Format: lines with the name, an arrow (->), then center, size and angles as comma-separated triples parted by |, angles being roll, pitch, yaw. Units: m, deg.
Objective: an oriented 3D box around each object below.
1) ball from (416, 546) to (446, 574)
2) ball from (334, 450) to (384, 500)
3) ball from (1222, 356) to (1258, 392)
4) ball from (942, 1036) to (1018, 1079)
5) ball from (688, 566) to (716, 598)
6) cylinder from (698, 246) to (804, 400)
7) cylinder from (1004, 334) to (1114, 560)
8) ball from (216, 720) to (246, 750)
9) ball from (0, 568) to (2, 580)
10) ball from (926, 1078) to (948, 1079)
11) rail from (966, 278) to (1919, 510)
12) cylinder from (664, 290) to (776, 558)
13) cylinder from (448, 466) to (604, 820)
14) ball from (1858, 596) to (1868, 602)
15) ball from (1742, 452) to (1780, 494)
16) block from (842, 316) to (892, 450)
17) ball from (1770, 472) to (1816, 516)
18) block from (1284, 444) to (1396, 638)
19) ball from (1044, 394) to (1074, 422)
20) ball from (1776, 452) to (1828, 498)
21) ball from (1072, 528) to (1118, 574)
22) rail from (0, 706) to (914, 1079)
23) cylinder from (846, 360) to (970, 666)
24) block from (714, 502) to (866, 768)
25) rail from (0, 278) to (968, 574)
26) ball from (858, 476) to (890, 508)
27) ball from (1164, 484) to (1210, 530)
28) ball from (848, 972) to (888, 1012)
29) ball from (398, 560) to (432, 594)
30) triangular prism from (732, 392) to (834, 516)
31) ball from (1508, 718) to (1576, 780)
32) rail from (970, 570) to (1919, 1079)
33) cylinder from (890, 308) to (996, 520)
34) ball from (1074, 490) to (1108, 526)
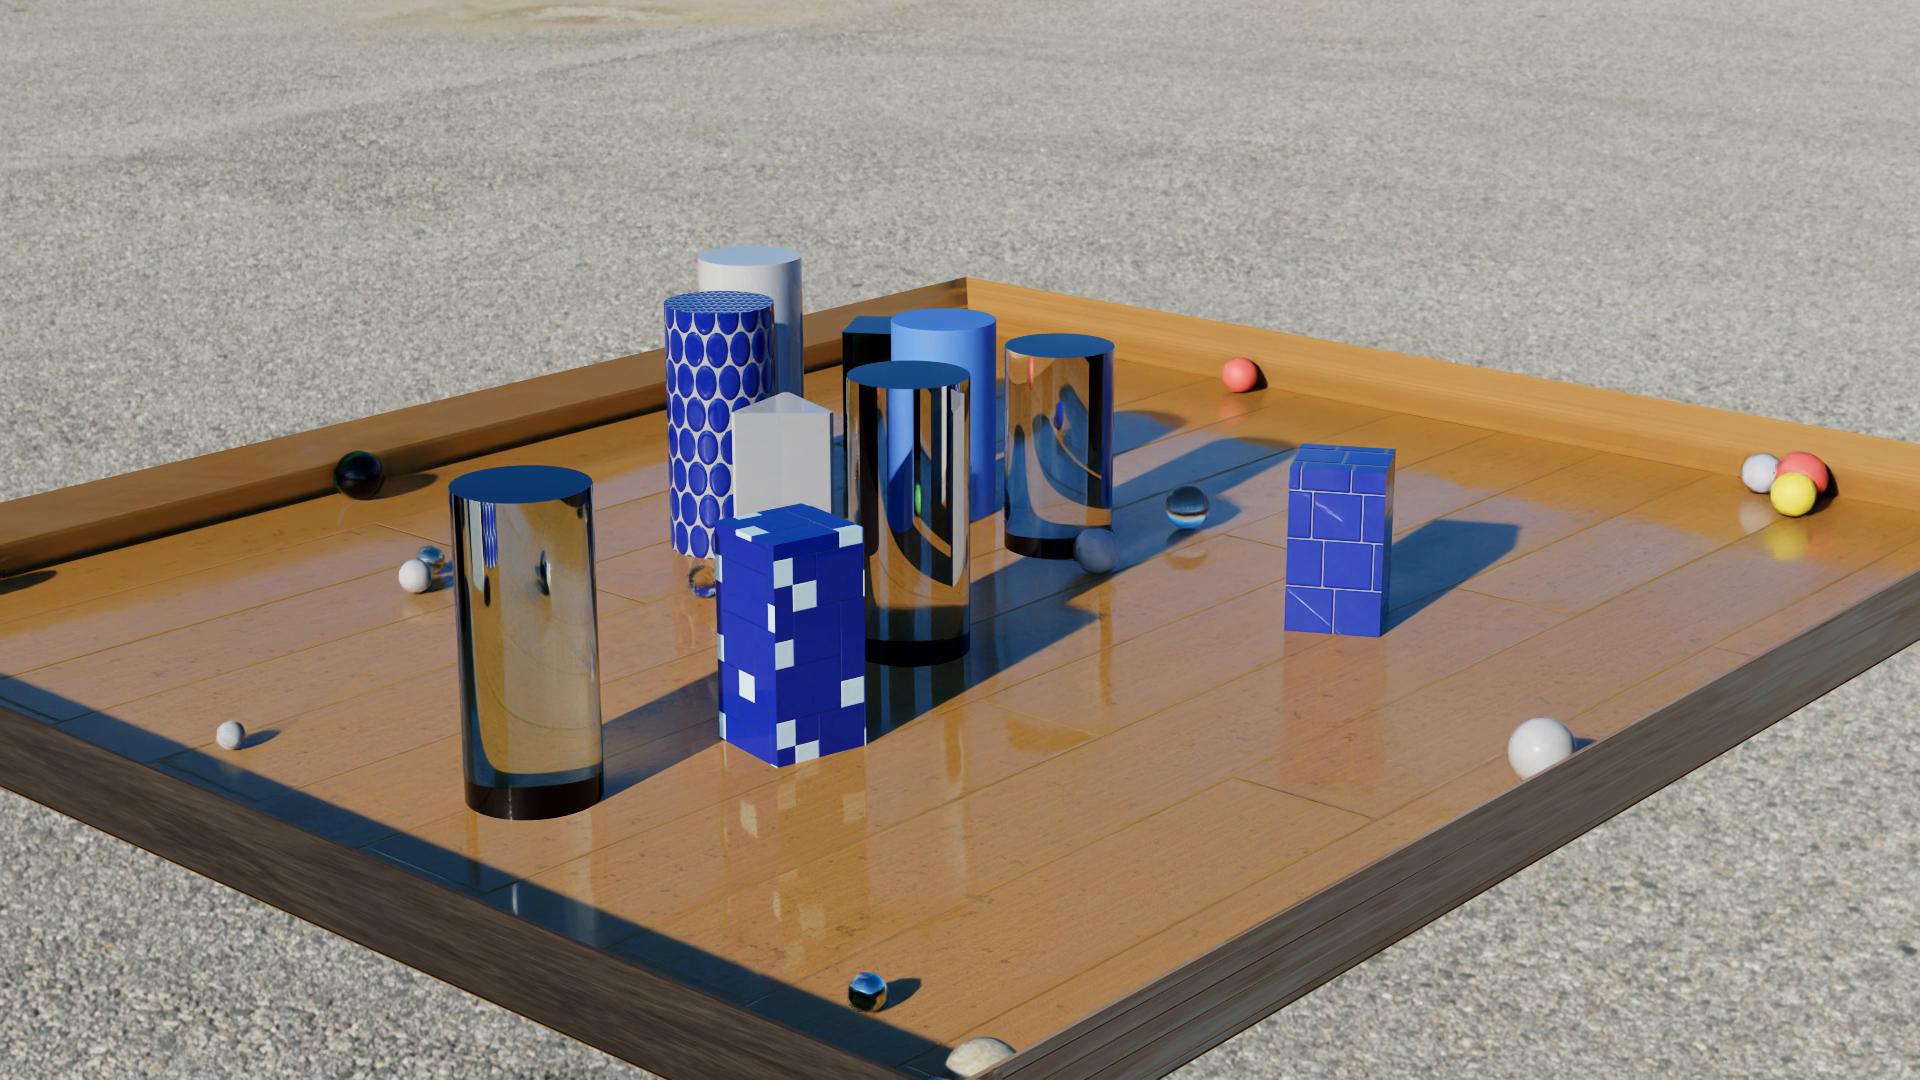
ball -> -0.947, 0.036, 5.249 | 0.051, 0.051, 0.051 | 0, 17, 0
ball -> -1.169, -0.126, 5.708 | 0.096, 0.096, 0.096 | 0, 17, 0
ball -> 0.623, -0.369, 6.543 | 0.080, 0.080, 0.080 | 0, 17, 0
ball -> 0.028, 0.604, 3.283 | 0.096, 0.096, 0.096 | 0, 17, 0
ball -> -0.447, 0.072, 5.120 | 0.056, 0.056, 0.056 | 0, 17, 0
cylinder -> -0.404, -0.322, 5.712 | 0.200, 0.470, 0.200 | 0, 17, 0
cylinder -> 0.181, -0.173, 5.378 | 0.200, 0.376, 0.200 | 0, 17, 0
ball -> -1.096, 0.293, 4.406 | 0.044, 0.044, 0.044 | 0, 17, 0
ball -> -1.715, 0.060, 5.125 | 0.076, 0.076, 0.076 | 0, 17, 0
ball -> -0.025, 0.631, 3.216 | 0.083, 0.083, 0.083 | 0, 17, 0
rail -> 1.037, -0.312, 6.263 | 2.749, 0.130, 0.045 | 14, 22, 39
cylinder -> -0.436, -0.212, 5.370 | 0.200, 0.456, 0.200 | 0, 17, 0
cylinder -> -0.615, 0.145, 4.169 | 0.200, 0.466, 0.200 | 0, 17, 0
ball -> 1.527, 0.129, 4.907 | 0.070, 0.070, 0.070 | 0, 17, 0
ball -> 1.574, -0.131, 5.753 | 0.081, 0.081, 0.081 | 0, 17, 0
block -> -0.149, -0.324, 6.096 | 0.160, 0.251, 0.160 | 3, 17, 9
ball -> 1.591, -0.088, 5.598 | 0.086, 0.086, 0.086 | 0, 17, 0
block -> 0.644, -0.001, 4.965 | 0.160, 0.285, 0.160 | 4, 17, 13
ball -> 0.212, -0.284, 6.291 | 0.062, 0.062, 0.062 | 0, 17, 0
ball -> 1.632, -0.121, 5.684 | 0.100, 0.100, 0.100 | 0, 17, 0
ball -> 0.243, 0.019, 5.251 | 0.082, 0.082, 0.082 | 0, 17, 0
rail -> -1.037, 0.377, 3.976 | 2.749, 0.130, 0.045 | 14, 22, 39
cylinder -> -0.083, -0.045, 4.799 | 0.200, 0.465, 0.200 | 0, 17, 0
block -> -0.254, 0.140, 4.394 | 0.160, 0.344, 0.160 | -12, 21, -35
rail -> -1.020, -0.223, 5.968 | 0.045, 0.130, 3.211 | 14, 22, 39
ball -> -0.166, -0.094, 5.658 | 0.063, 0.063, 0.063 | 0, 17, 0
ball -> 0.427, -0.062, 5.515 | 0.084, 0.084, 0.084 | 0, 17, 0
ball -> -0.111, 0.548, 3.553 | 0.049, 0.049, 0.049 | 0, 17, 0
ball -> -0.955, 0.064, 5.142 | 0.059, 0.059, 0.059 | 0, 17, 0
triangular prism -> -0.309, -0.091, 5.210 | 0.173, 0.316, 0.150 | 0, 17, 0
ball -> 0.847, 0.307, 4.264 | 0.099, 0.099, 0.099 | 0, 17, 0
rail -> 1.020, 0.288, 4.272 | 0.045, 0.130, 3.211 | 14, 22, 39
cylinder -> -0.031, -0.240, 5.607 | 0.200, 0.372, 0.200 | 0, 17, 0
ball -> 0.248, -0.060, 5.539 | 0.067, 0.067, 0.067 | 0, 17, 0
